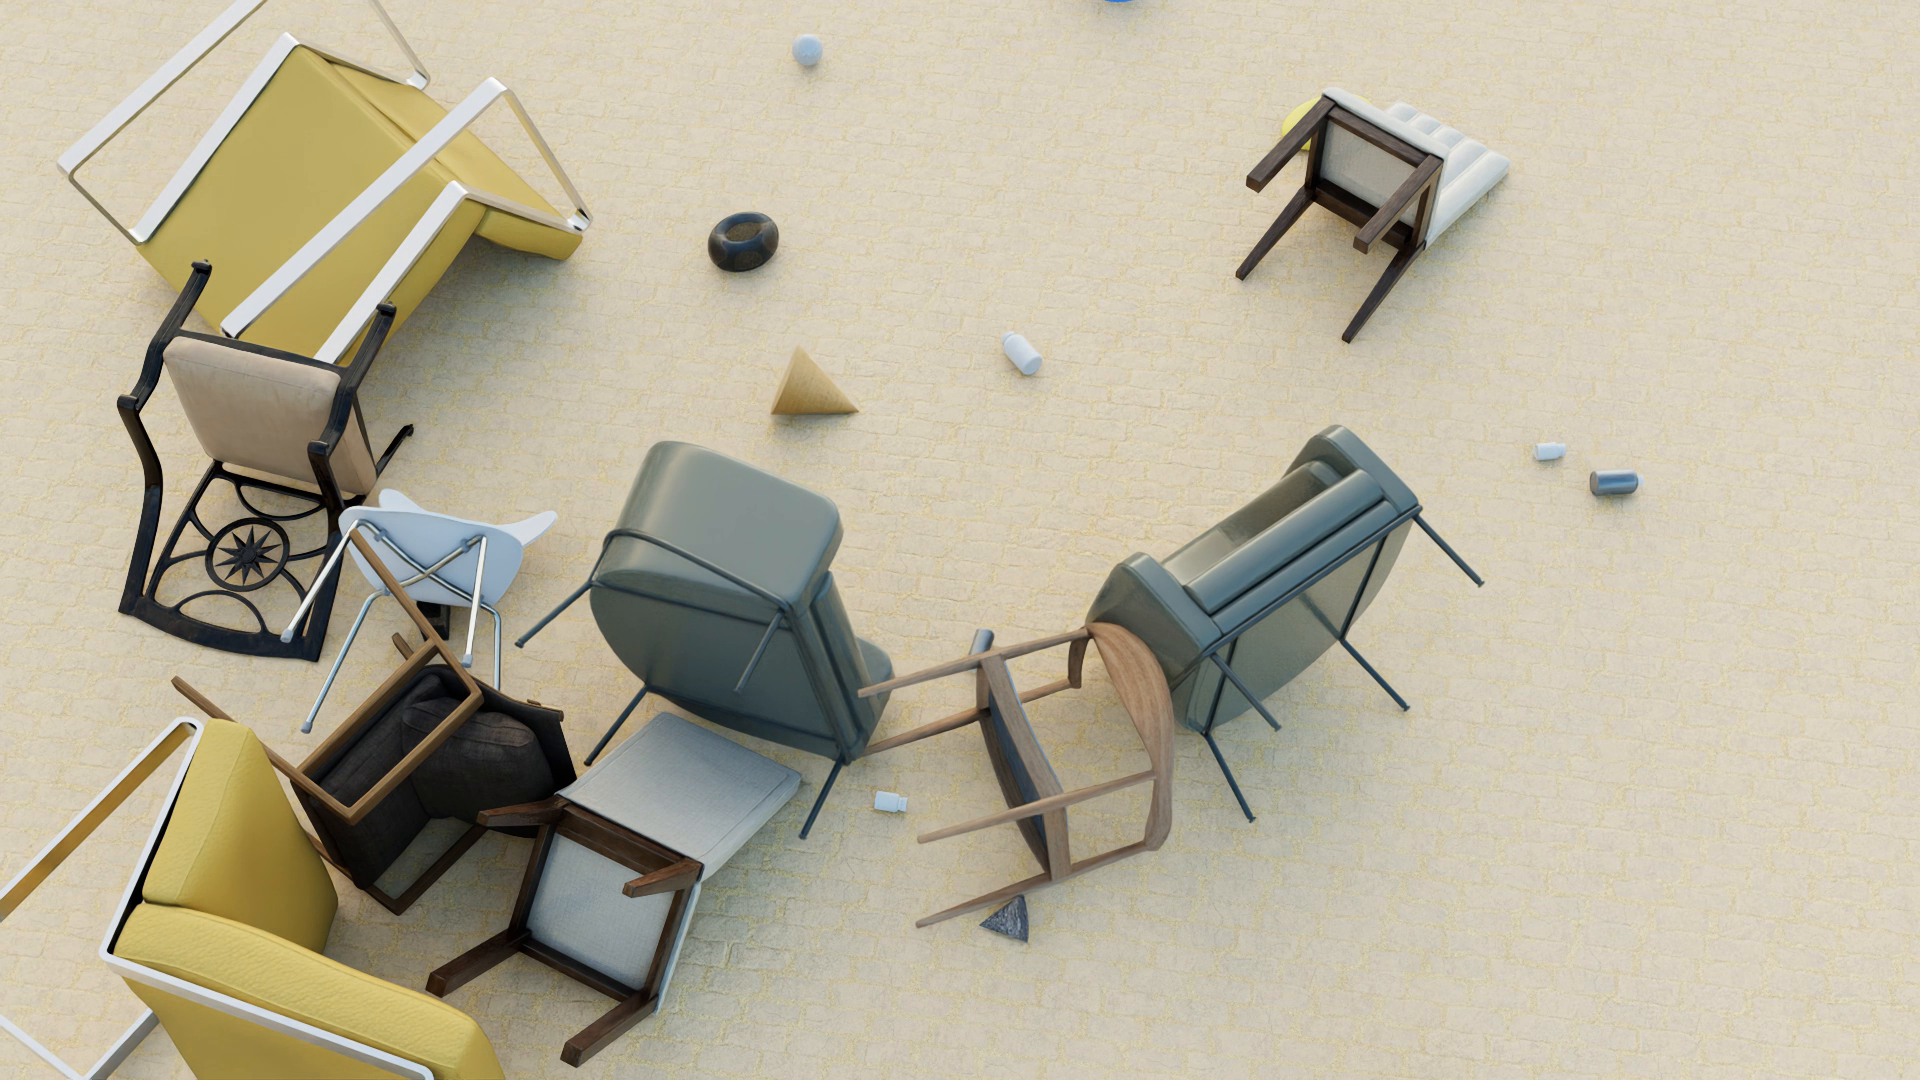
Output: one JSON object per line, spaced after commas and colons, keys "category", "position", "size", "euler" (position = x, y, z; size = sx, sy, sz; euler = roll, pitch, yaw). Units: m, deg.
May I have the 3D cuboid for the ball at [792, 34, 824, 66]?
{"category": "ball", "position": [-0.531, -1.707, 7.652], "size": [0.112, 0.112, 0.112], "euler": [0, 56, 0]}

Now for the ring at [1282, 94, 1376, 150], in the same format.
{"category": "ring", "position": [1.256, -1.425, 7.495], "size": [0.352, 0.060, 0.218], "euler": [-23, 60, -15]}

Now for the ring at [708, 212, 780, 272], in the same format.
{"category": "ring", "position": [-0.704, -0.970, 7.150], "size": [0.244, 0.127, 0.186], "euler": [-24, 57, -17]}

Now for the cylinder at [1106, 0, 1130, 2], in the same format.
{"category": "cylinder", "position": [0.568, -2.099, 7.888], "size": [0.298, 0.157, 0.318], "euler": [1, 56, 1]}

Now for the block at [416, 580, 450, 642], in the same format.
{"category": "block", "position": [-1.523, 0.207, 6.359], "size": [0.070, 0.126, 0.124], "euler": [-4, 56, -3]}

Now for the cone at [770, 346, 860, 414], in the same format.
{"category": "cone", "position": [-0.427, -0.448, 6.818], "size": [0.256, 0.199, 0.256], "euler": [23, 50, -10]}

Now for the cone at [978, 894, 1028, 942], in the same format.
{"category": "cone", "position": [0.110, 1.018, 5.867], "size": [0.127, 0.081, 0.135], "euler": [-11, 58, 14]}
